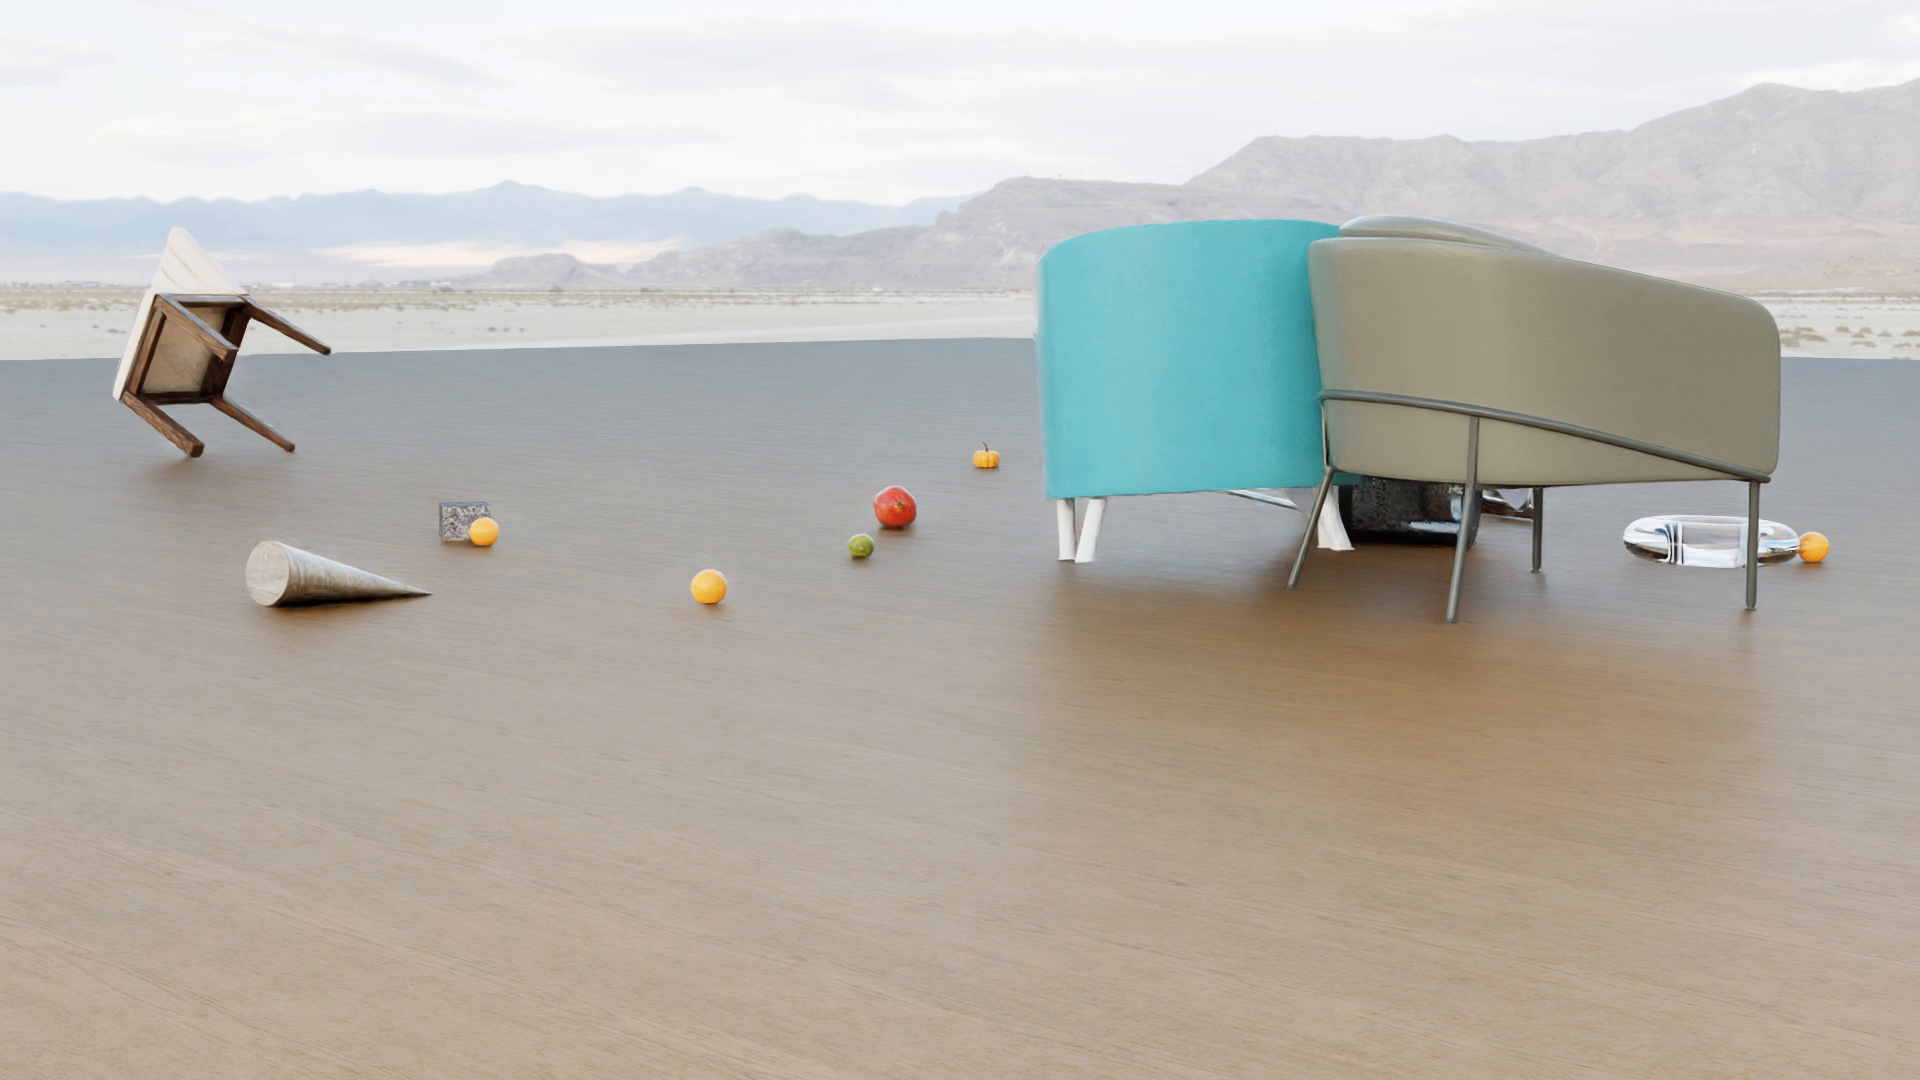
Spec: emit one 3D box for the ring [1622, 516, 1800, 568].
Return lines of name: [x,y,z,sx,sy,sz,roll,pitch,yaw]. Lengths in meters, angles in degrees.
ring: [1.730,0.003,5.911,0.394,0.099,0.348,2,5,14]

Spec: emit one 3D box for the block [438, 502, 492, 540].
block: [-1.247,-0.048,6.461,0.118,0.085,0.124,-2,6,-16]

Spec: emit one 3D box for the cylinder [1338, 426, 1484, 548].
cylinder: [1.108,-0.133,6.303,0.308,0.289,0.191,3,-1,26]

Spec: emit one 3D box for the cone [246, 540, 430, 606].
cone: [-1.239,0.089,5.228,0.351,0.131,0.315,9,-2,-30]

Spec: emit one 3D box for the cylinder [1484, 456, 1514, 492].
cylinder: [1.640,-0.201,7.812,0.063,0.111,0.113,0,-20,-3]
